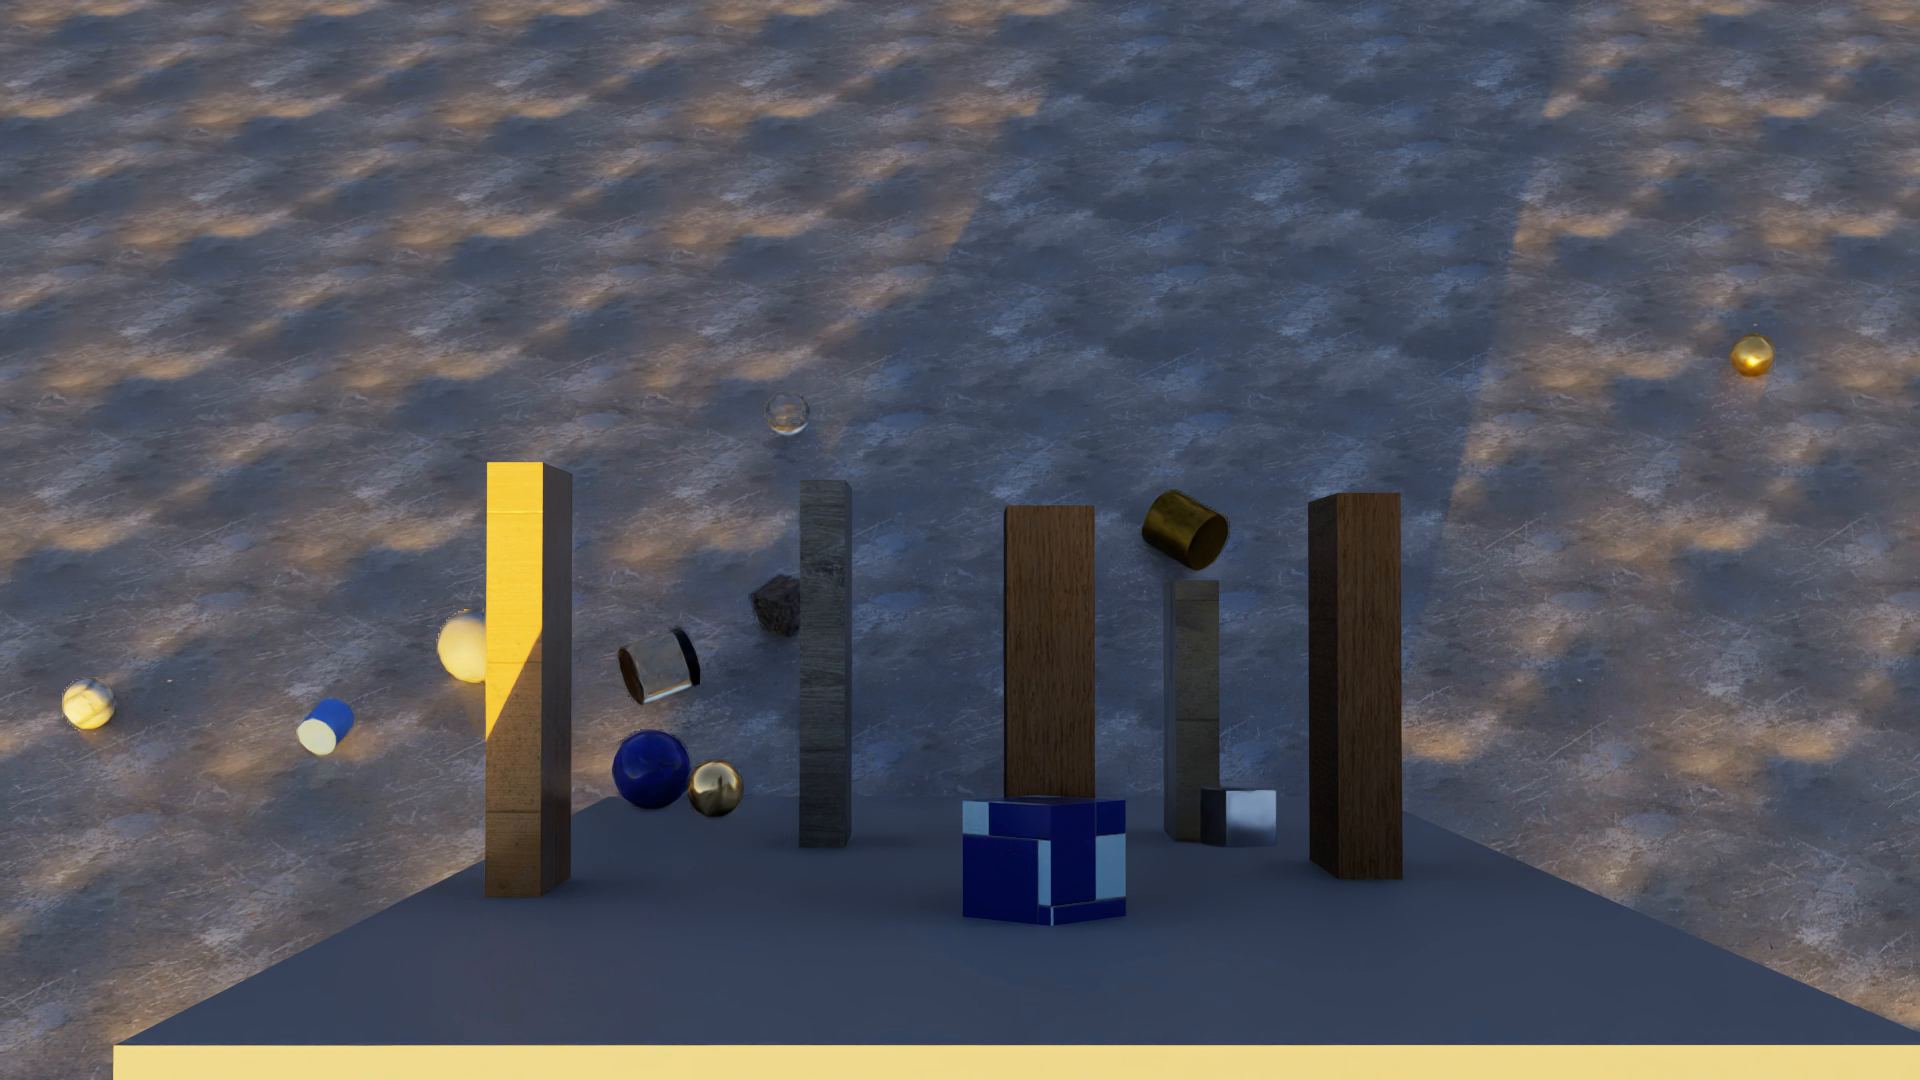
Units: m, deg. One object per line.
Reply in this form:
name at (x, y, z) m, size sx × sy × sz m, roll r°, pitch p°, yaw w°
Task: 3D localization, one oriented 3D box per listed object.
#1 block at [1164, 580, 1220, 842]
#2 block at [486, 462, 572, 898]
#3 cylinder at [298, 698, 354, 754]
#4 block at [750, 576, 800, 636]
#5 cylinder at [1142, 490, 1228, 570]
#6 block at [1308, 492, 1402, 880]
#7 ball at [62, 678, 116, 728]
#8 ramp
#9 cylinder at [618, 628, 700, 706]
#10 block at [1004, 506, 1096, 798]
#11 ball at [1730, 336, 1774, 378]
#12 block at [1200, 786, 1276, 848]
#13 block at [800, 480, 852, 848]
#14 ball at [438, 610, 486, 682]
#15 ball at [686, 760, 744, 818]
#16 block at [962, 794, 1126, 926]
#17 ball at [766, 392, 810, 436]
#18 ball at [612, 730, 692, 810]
block at (0.496, 0.363, 5.585) m, size 0.091 × 0.546 × 0.327 m, roll 0°, pitch -2°, yaw 0°
block at (-0.749, 0.239, 4.527) m, size 0.093 × 0.729 × 0.337 m, roll 0°, pitch -2°, yaw 0°
cylinder at (-1.732, 0.509, 7.098) m, size 0.112 × 0.112 × 0.112 m, roll 8°, pitch 29°, yaw 11°
block at (-0.509, 0.190, 7.493) m, size 0.118 × 0.118 × 0.118 m, roll 11°, pitch 37°, yaw 45°
cylinder at (0.677, -0.029, 7.817) m, size 0.182 × 0.182 × 0.182 m, roll -30°, pitch 45°, yaw -35°
block at (0.734, 0.267, 4.847) m, size 0.114 × 0.692 × 0.387 m, roll 0°, pitch -2°, yaw 0°
ball at (-2.403, 0.452, 7.168) m, size 0.138 × 0.138 × 0.138 m, roll 0°, pitch 35°, yaw 0°
ramp at (0.077, 0.663, 4.829) m, size 2.000 × 0.100 × 4.000 m, roll 0°, pitch -2°, yaw 0°
cylinder at (-0.841, 0.353, 7.268) m, size 0.172 × 0.172 × 0.172 m, roll -19°, pitch 39°, yaw -24°
block at (0.147, 0.273, 4.363) m, size 0.142 × 0.649 × 0.316 m, roll 0°, pitch -2°, yaw 0°
ball at (2.653, -0.614, 8.695) m, size 0.141 × 0.141 × 0.141 m, roll 0°, pitch 35°, yaw 0°
block at (0.575, 0.572, 5.367) m, size 0.114 × 0.114 × 0.114 m, roll 1°, pitch -2°, yaw -22°
block at (-0.281, 0.257, 5.469) m, size 0.093 × 0.750 × 0.332 m, roll 0°, pitch -2°, yaw 0°
ball at (-1.369, 0.300, 7.329) m, size 0.203 × 0.203 × 0.203 m, roll 0°, pitch 35°, yaw 0°
ball at (-0.576, 0.585, 6.119) m, size 0.134 × 0.134 × 0.134 m, roll 0°, pitch 35°, yaw 0°
block at (0.132, 0.499, 4.070) m, size 0.181 × 0.181 × 0.181 m, roll -2°, pitch -2°, yaw 42°
ball at (-0.556, -0.408, 8.398) m, size 0.143 × 0.143 × 0.143 m, roll 0°, pitch 35°, yaw 0°
ball at (-0.757, 0.564, 6.379) m, size 0.193 × 0.193 × 0.193 m, roll 0°, pitch 35°, yaw 0°
